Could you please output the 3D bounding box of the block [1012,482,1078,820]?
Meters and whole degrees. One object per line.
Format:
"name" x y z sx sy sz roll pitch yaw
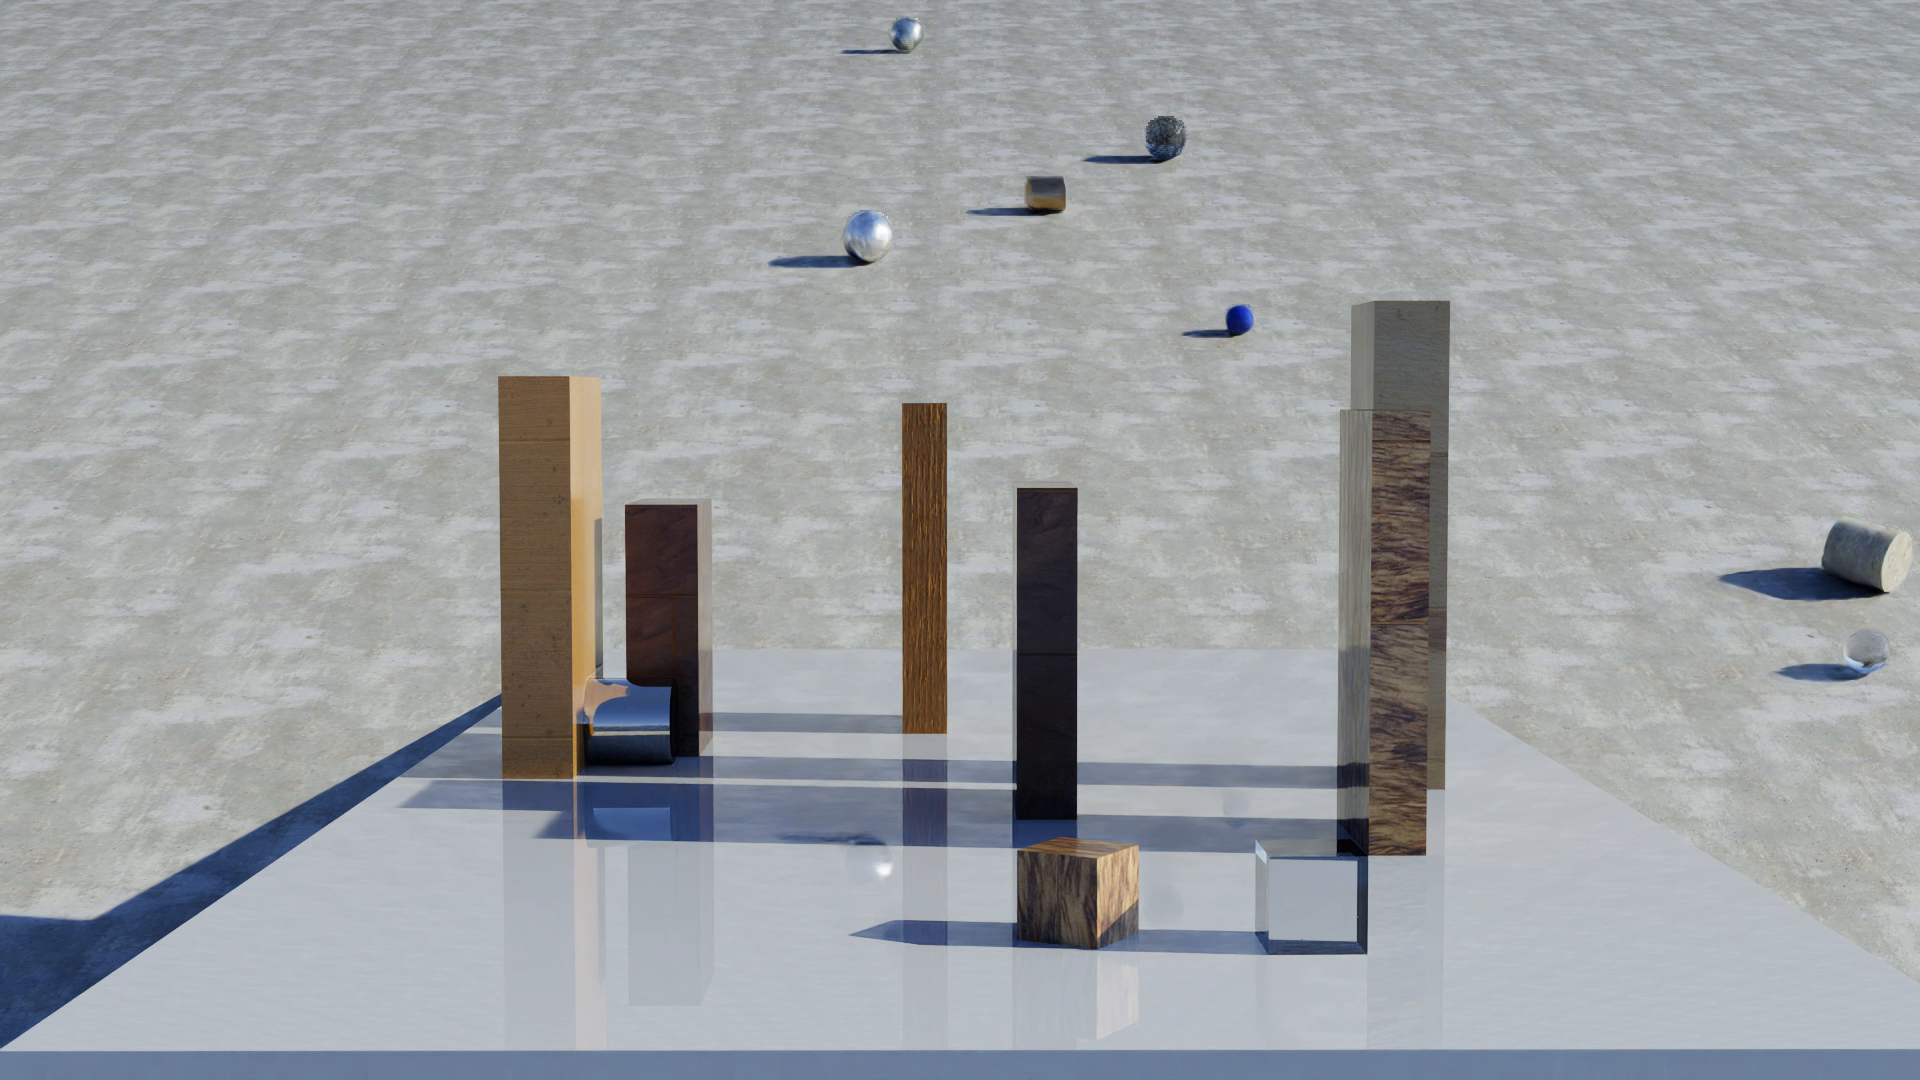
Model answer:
"block" 0.131 0.165 4.034 0.092 0.505 0.290 0 3 0

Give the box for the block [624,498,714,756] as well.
"block" -0.531 0.155 4.708 0.129 0.451 0.266 0 3 0

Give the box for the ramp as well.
"ramp" 0.049 0.440 4.532 2.000 0.100 4.000 0 3 0

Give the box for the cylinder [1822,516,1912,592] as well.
"cylinder" 2.532 0.039 7.171 0.175 0.175 0.175 -19 28 -41

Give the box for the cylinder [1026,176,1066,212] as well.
"cylinder" 0.377 -1.516 11.282 0.150 0.150 0.150 -3 21 -7

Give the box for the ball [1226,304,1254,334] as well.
"ball" 1.035 -0.816 9.507 0.108 0.108 0.108 0 21 0

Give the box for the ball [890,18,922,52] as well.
"ball" -0.312 -2.940 14.956 0.192 0.192 0.192 0 21 0

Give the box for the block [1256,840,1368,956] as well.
"block" 0.411 0.418 3.015 0.114 0.114 0.114 0 3 -1

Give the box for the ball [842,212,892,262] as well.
"ball" -0.376 -1.233 10.466 0.205 0.205 0.205 0 21 0

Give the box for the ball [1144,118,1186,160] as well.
"ball" 0.980 -1.913 12.257 0.198 0.198 0.198 0 21 0

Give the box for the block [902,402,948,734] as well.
"block" -0.068 0.048 5.018 0.084 0.629 0.280 0 3 0

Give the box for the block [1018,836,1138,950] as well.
"block" 0.141 0.419 3.061 0.107 0.107 0.107 2 4 31

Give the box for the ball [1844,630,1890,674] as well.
"ball" 2.331 0.288 6.608 0.113 0.113 0.113 0 21 0

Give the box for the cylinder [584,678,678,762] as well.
"cylinder" -0.576 0.316 4.509 0.149 0.149 0.149 0 21 0

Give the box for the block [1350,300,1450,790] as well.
"block" 0.732 0.003 4.302 0.121 0.797 0.249 0 3 0

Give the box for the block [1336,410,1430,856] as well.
"block" 0.612 0.123 3.731 0.081 0.622 0.301 0 3 0

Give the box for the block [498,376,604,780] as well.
"block" -0.710 0.054 4.490 0.119 0.676 0.377 0 3 0
